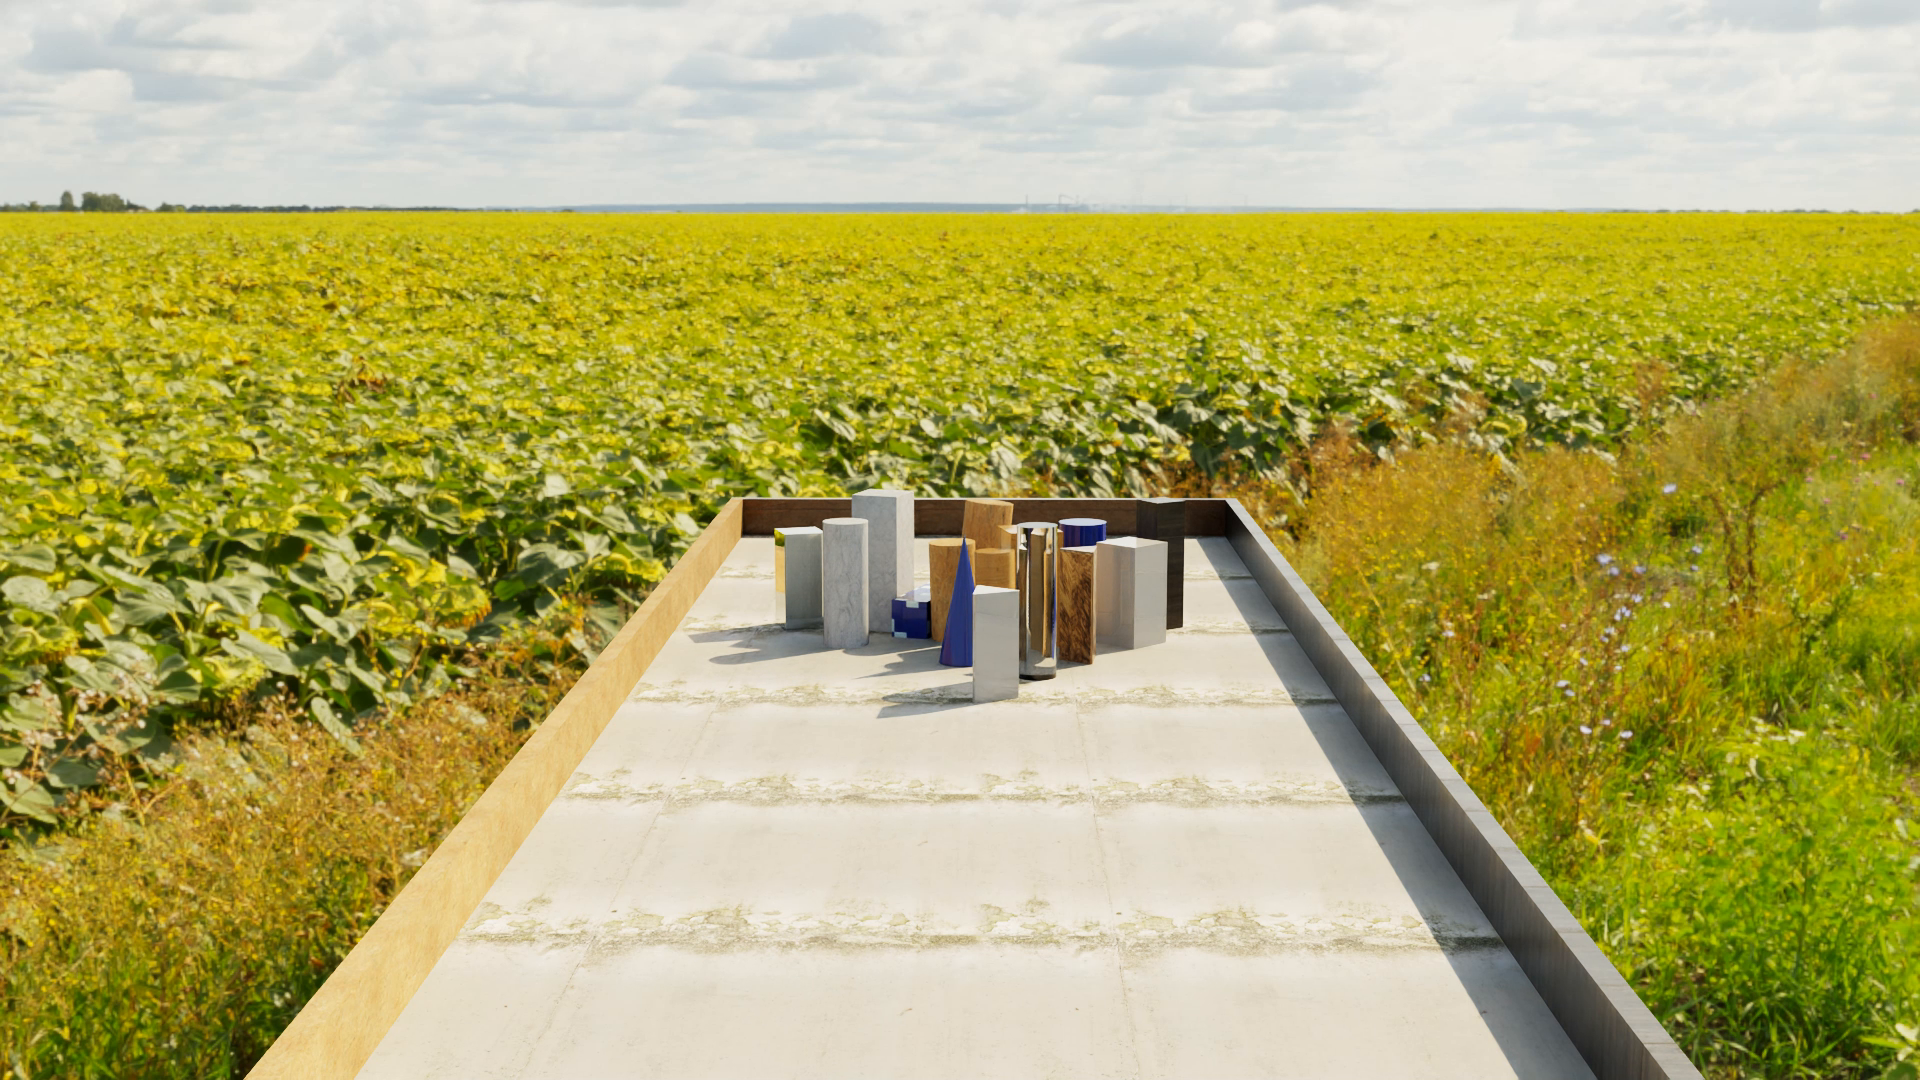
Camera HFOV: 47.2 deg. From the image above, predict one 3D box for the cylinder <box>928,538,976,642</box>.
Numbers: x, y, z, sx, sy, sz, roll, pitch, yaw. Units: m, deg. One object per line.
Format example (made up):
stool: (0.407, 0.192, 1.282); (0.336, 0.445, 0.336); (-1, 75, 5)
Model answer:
cylinder: (-0.021, 0.159, 7.000); (0.148, 0.310, 0.148); (-2, 10, 0)

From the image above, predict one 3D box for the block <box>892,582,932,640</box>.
block: (-0.097, 0.226, 7.198); (0.121, 0.121, 0.377); (3, 10, 20)

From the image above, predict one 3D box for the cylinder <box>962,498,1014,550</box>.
cylinder: (0.075, 0.076, 7.185); (0.157, 0.406, 0.157); (6, 7, -1)

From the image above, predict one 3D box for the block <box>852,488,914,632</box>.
block: (-0.250, 0.065, 7.182); (0.155, 0.443, 0.155); (3, 10, 20)

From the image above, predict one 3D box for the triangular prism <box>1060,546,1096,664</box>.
triangular prism: (0.382, 0.194, 6.688); (0.121, 0.343, 0.105); (7, 11, 38)

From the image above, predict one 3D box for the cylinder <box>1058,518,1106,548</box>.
cylinder: (0.401, 0.111, 7.214); (0.156, 0.343, 0.156); (0, 9, 0)

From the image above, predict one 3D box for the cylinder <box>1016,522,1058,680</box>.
cylinder: (0.225, 0.179, 6.442); (0.119, 0.450, 0.119); (0, 9, 0)

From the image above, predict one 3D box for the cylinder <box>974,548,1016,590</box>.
cylinder: (0.111, 0.190, 6.786); (0.125, 0.317, 0.125); (-2, 7, 0)

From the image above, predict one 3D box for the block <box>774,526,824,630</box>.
block: (-0.523, 0.125, 7.208); (0.137, 0.316, 0.137); (-3, 9, -18)

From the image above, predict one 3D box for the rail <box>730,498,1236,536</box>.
rail: (0.099, -0.098, 9.147); (2.100, 0.150, 0.050); (0, 9, 1)

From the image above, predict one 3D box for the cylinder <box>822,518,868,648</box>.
cylinder: (-0.359, 0.134, 6.919); (0.143, 0.390, 0.143); (0, 9, 0)

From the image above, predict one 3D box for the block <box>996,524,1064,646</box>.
block: (0.218, 0.144, 6.930); (0.168, 0.364, 0.168); (-2, 9, -14)

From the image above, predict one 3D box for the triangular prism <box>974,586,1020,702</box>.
triangular prism: (0.077, 0.289, 6.206); (0.141, 0.307, 0.122); (-4, 10, -24)

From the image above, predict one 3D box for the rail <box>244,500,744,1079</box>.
rail: (-1.004, 0.839, 3.234); (0.050, 0.150, 12.000); (0, 9, 1)

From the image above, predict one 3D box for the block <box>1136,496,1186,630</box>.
block: (0.653, 0.077, 7.186); (0.112, 0.419, 0.112); (-6, 11, -32)

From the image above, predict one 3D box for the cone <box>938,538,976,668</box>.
cone: (0.013, 0.175, 6.645); (0.155, 0.394, 0.155); (0, 9, 0)

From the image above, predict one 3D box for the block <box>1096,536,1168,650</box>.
block: (0.540, 0.166, 6.938); (0.159, 0.321, 0.159); (9, 12, 44)

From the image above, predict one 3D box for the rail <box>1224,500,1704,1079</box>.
rail: (1.046, 0.843, 3.208); (0.050, 0.150, 12.000); (0, 9, 1)
